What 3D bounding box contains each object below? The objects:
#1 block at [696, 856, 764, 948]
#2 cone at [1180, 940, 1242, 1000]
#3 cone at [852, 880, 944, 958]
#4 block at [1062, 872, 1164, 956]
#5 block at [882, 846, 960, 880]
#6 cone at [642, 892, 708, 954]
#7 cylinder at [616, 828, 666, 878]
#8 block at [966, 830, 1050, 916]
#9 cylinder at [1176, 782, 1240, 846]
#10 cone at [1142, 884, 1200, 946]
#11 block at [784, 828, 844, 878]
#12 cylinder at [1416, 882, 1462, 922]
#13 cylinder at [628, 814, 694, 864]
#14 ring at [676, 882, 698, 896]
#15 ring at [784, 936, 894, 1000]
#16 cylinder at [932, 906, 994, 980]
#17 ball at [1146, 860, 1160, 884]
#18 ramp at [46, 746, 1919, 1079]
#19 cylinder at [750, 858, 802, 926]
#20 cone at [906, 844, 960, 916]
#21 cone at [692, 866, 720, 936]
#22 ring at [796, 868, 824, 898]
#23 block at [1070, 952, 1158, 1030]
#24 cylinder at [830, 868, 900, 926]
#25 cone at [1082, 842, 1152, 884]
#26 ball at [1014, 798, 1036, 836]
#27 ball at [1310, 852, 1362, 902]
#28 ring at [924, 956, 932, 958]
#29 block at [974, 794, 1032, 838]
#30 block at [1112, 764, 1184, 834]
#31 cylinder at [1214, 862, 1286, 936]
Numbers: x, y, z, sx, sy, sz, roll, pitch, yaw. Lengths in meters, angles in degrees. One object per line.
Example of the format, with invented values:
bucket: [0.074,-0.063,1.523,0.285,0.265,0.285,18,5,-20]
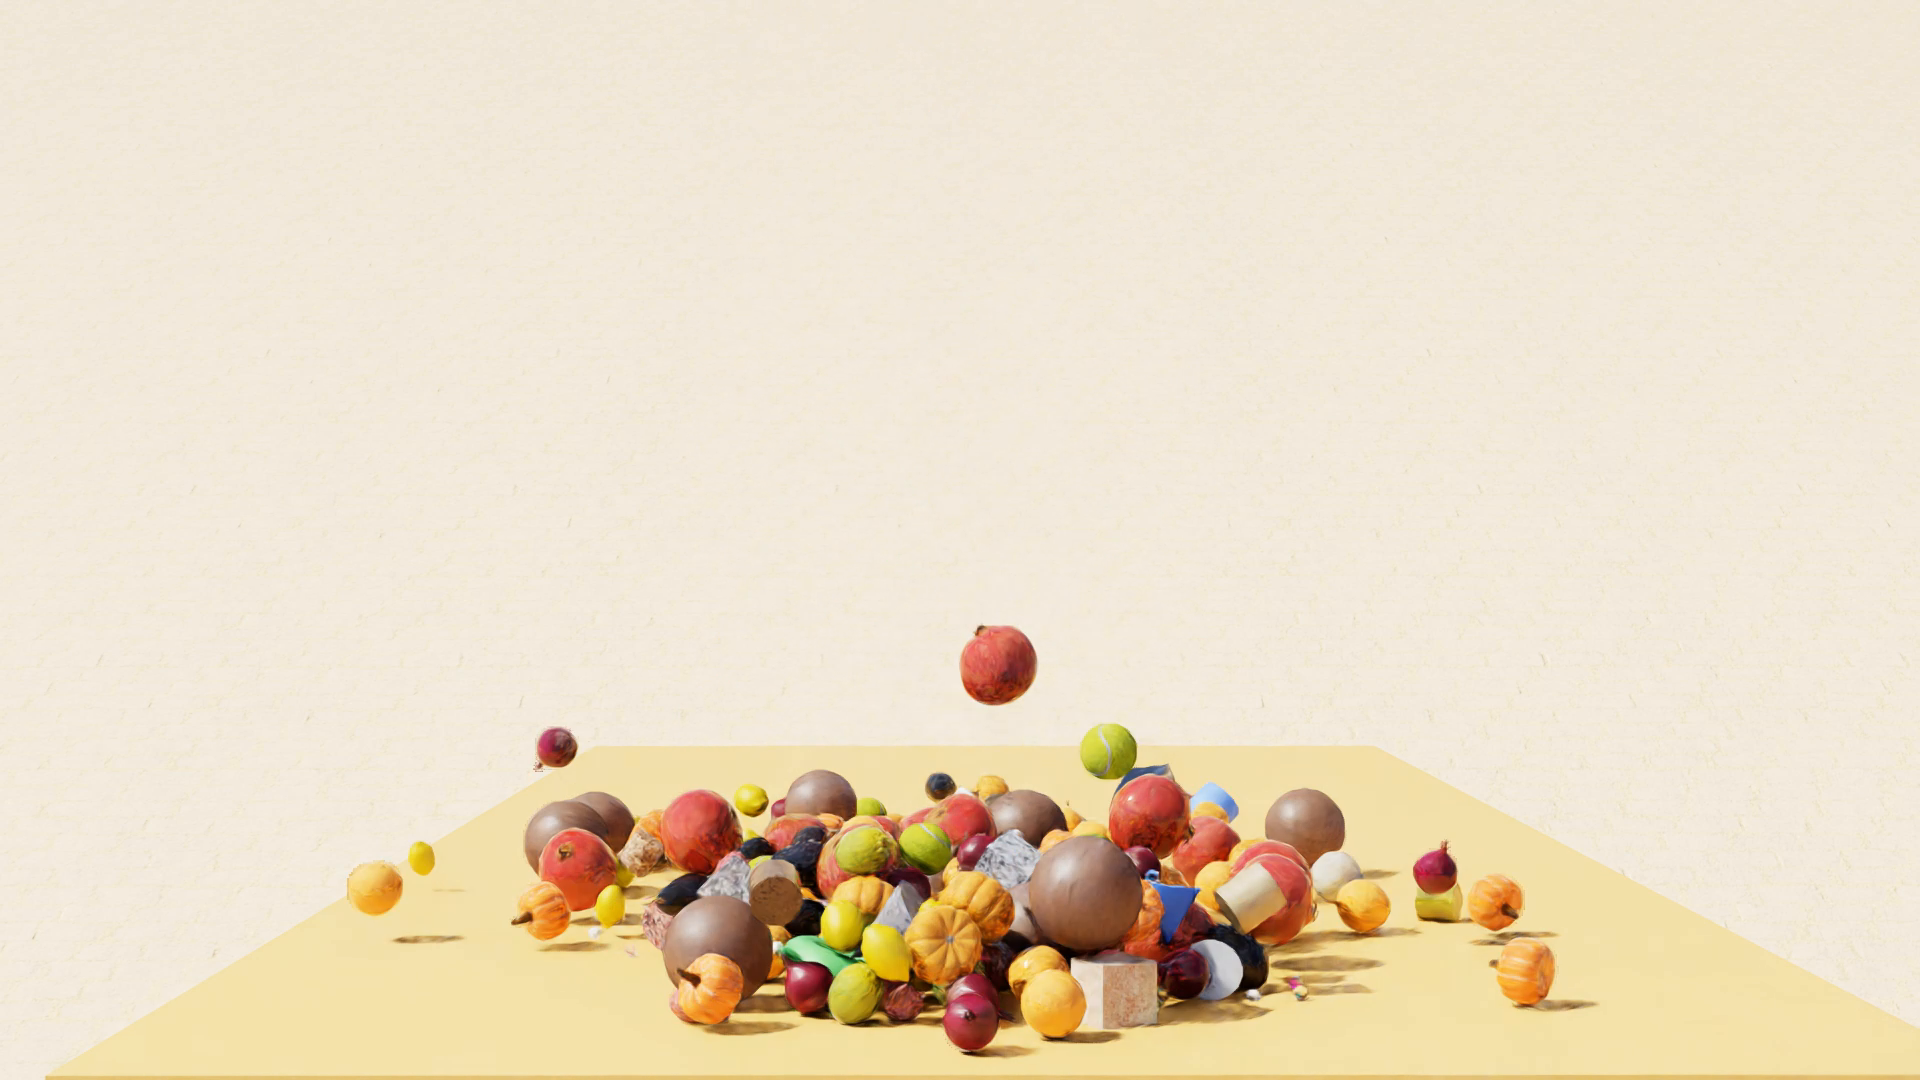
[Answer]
block: [-0.282,0.458,3.272,0.069,0.069,0.069,38,64,23]
cone: [0.297,0.526,3.103,0.074,0.074,0.074,1,64,-2]
cone: [-0.086,0.464,3.022,0.099,0.099,0.099,-31,29,9]
block: [0.196,0.484,3.290,0.085,0.085,0.085,0,56,-30]
block: [-0.058,0.499,3.804,0.083,0.083,0.083,0,0,-42]
cone: [-0.381,0.521,3.417,0.087,0.087,0.087,6,60,-11]
cylinder: [-0.455,0.447,3.689,0.050,0.050,0.050,-52,41,2]
block: [0.059,0.412,3.212,0.064,0.064,0.064,37,27,14]
cylinder: [0.423,0.468,4.419,0.077,0.077,0.077,-43,46,-19]
cone: [0.251,0.451,3.099,0.071,0.071,0.071,5,-6,1]
block: [-0.235,0.503,4.161,0.072,0.072,0.072,0,0,20]
cylinder: [0.680,0.514,3.671,0.053,0.053,0.053,0,27,27]
cylinder: [-0.495,0.495,4.275,0.081,0.081,0.081,0,25,-32]
ring: [-0.386,0.528,3.864,0.077,0.026,0.077,2,0,0]
ring: [-0.145,0.511,3.084,0.140,0.047,0.140,18,-1,0]
cylinder: [0.000,0.496,3.179,0.072,0.072,0.072,-8,71,-14]
ball: [0.257,0.503,3.789,0.075,0.075,0.075,0,29,0]
ramp: [0.066,0.587,4.637,2.000,0.100,4.000,0,0,0]
cylinder: [-0.211,0.402,2.953,0.060,0.060,0.060,-3,13,-5]
cone: [-0.023,0.453,3.497,0.098,0.098,0.098,25,9,-4]
cone: [-0.350,0.496,3.592,0.092,0.092,0.092,0,0,0]
ring: [-0.262,0.522,3.928,0.109,0.036,0.109,0,1,0]
block: [0.174,0.509,2.919,0.071,0.071,0.071,0,0,-29]
cylinder: [-0.131,0.499,3.610,0.081,0.081,0.081,-2,28,17]
cone: [0.199,0.471,3.502,0.098,0.098,0.098,6,62,-12]
ball: [0.105,0.503,4.686,0.068,0.068,0.068,0,29,0]
ball: [0.561,0.502,3.854,0.076,0.076,0.076,0,29,0]
ring: [-0.024,0.526,3.388,0.089,0.030,0.089,-3,4,0]
block: [0.064,0.421,3.923,0.053,0.053,0.053,31,-20,-19]
block: [0.328,0.450,4.491,0.082,0.082,0.082,-10,25,29]
cylinder: [0.346,0.428,3.089,0.063,0.063,0.063,-33,37,-9]
